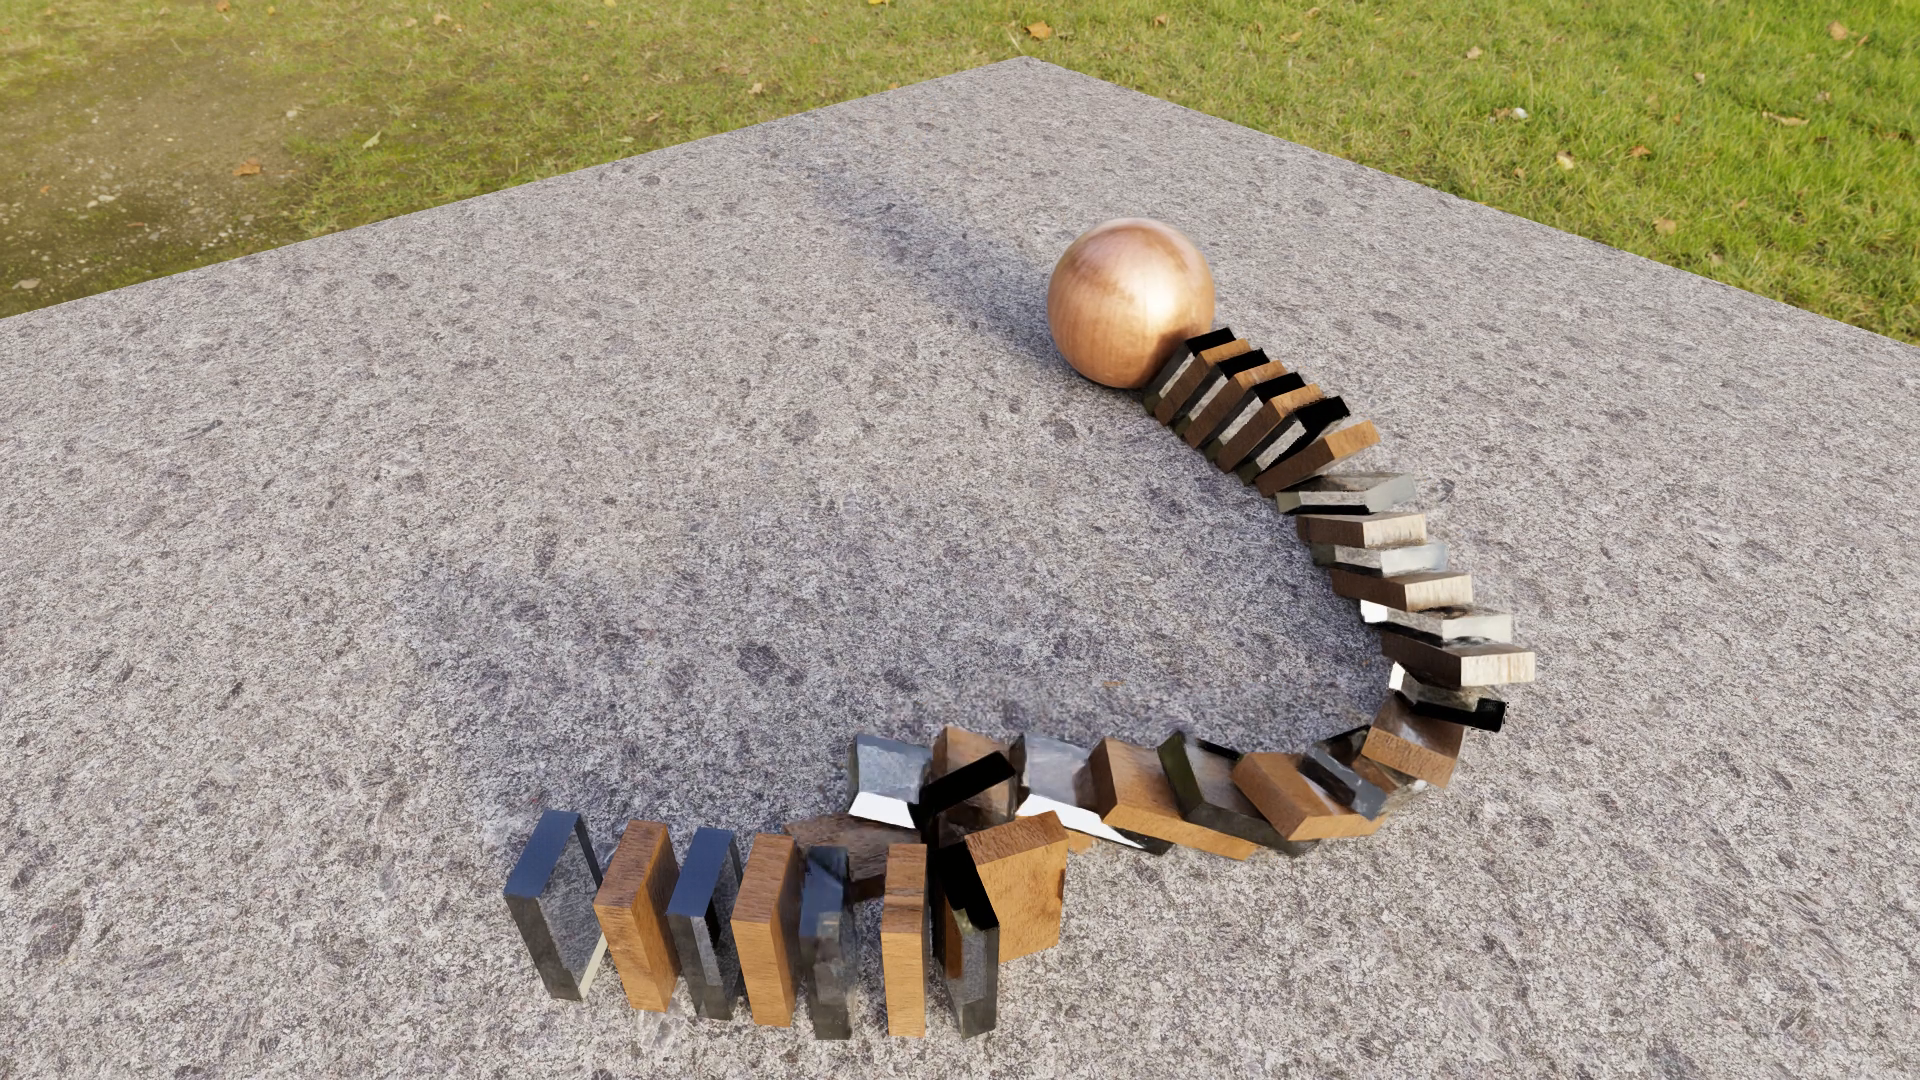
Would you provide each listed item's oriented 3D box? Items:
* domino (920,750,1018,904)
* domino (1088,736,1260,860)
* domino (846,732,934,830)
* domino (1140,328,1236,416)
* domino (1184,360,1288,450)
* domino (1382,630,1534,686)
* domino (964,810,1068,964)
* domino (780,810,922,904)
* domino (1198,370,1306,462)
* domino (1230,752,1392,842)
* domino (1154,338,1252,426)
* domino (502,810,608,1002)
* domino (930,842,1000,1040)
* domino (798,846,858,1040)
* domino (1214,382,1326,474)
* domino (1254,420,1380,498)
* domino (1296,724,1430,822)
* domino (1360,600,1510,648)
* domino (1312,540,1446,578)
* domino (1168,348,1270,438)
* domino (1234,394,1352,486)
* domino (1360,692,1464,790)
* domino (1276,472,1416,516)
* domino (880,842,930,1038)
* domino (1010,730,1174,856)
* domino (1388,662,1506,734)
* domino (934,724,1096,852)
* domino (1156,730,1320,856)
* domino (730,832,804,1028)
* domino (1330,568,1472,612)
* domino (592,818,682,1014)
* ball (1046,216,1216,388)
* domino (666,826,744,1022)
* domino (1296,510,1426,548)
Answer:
[{"bbox_3d":[0.002,0.084,0.309,0.025,0.050,0.009,-22,44,-24],"label":"domino"},{"bbox_3d":[0.065,0.078,0.332,0.050,0.009,0.025,19,35,-18],"label":"domino"},{"bbox_3d":[-0.009,0.076,0.333,0.050,0.010,0.025,17,29,-17],"label":"domino"},{"bbox_3d":[0.105,-0.077,0.507,0.025,0.050,0.010,-20,73,-23],"label":"domino"},{"bbox_3d":[0.121,-0.059,0.485,0.025,0.050,0.010,-20,73,-23],"label":"domino"},{"bbox_3d":[0.168,0.039,0.375,0.025,0.009,0.050,-4,6,-7],"label":"domino"},{"bbox_3d":[0.014,0.095,0.296,0.025,0.050,0.010,-12,41,-15],"label":"domino"},{"bbox_3d":[-0.025,0.090,0.319,0.050,0.010,0.025,-2,33,-40],"label":"domino"},{"bbox_3d":[0.127,-0.053,0.478,0.025,0.050,0.009,-20,73,-23],"label":"domino"},{"bbox_3d":[0.106,0.076,0.330,0.050,0.009,0.025,11,29,-42],"label":"domino"},{"bbox_3d":[0.110,-0.071,0.500,0.025,0.050,0.010,-20,73,-23],"label":"domino"},{"bbox_3d":[-0.105,0.098,0.292,0.009,0.050,0.025,5,40,6],"label":"domino"},{"bbox_3d":[0.001,0.104,0.284,0.009,0.050,0.025,-13,41,-15],"label":"domino"},{"bbox_3d":[-0.033,0.105,0.284,0.010,0.050,0.025,0,39,0],"label":"domino"},{"bbox_3d":[0.132,-0.047,0.470,0.025,0.050,0.009,-20,73,-23],"label":"domino"},{"bbox_3d":[0.147,-0.033,0.455,0.025,0.050,0.009,-20,81,-23],"label":"domino"},{"bbox_3d":[0.126,0.071,0.338,0.025,0.010,0.050,35,20,34],"label":"domino"},{"bbox_3d":[0.166,0.028,0.388,0.025,0.010,0.050,-4,6,-10],"label":"domino"},{"bbox_3d":[0.157,0.005,0.416,0.025,0.009,0.050,-8,6,-10],"label":"domino"},{"bbox_3d":[0.116,-0.065,0.492,0.025,0.050,0.009,-20,73,-23],"label":"domino"},{"bbox_3d":[0.139,-0.041,0.464,0.025,0.050,0.010,-20,74,-23],"label":"domino"},{"bbox_3d":[0.144,0.063,0.349,0.025,0.010,0.050,22,14,24],"label":"domino"},{"bbox_3d":[0.155,-0.019,0.446,0.025,0.009,0.050,-20,10,-23],"label":"domino"},{"bbox_3d":[-0.014,0.104,0.284,0.009,0.050,0.025,1,39,1],"label":"domino"},{"bbox_3d":[0.040,0.077,0.333,0.050,0.009,0.025,20,33,-17],"label":"domino"},{"bbox_3d":[0.158,0.051,0.360,0.025,0.009,0.050,12,4,13],"label":"domino"},{"bbox_3d":[0.017,0.075,0.333,0.050,0.009,0.025,21,31,-16],"label":"domino"},{"bbox_3d":[0.083,0.076,0.329,0.050,0.009,0.025,23,34,-28],"label":"domino"},{"bbox_3d":[-0.049,0.102,0.287,0.010,0.050,0.025,4,39,5],"label":"domino"},{"bbox_3d":[0.161,0.016,0.403,0.025,0.010,0.050,-8,6,-9],"label":"domino"},{"bbox_3d":[-0.082,0.100,0.290,0.009,0.050,0.025,5,40,6],"label":"domino"},{"bbox_3d":[0.081,-0.113,0.525,0.080,0.080,0.080,0,39,0],"label":"ball"},{"bbox_3d":[-0.064,0.101,0.288,0.009,0.050,0.025,4,40,5],"label":"domino"},{"bbox_3d":[0.155,-0.005,0.427,0.025,0.009,0.050,-8,6,-10],"label":"domino"}]
